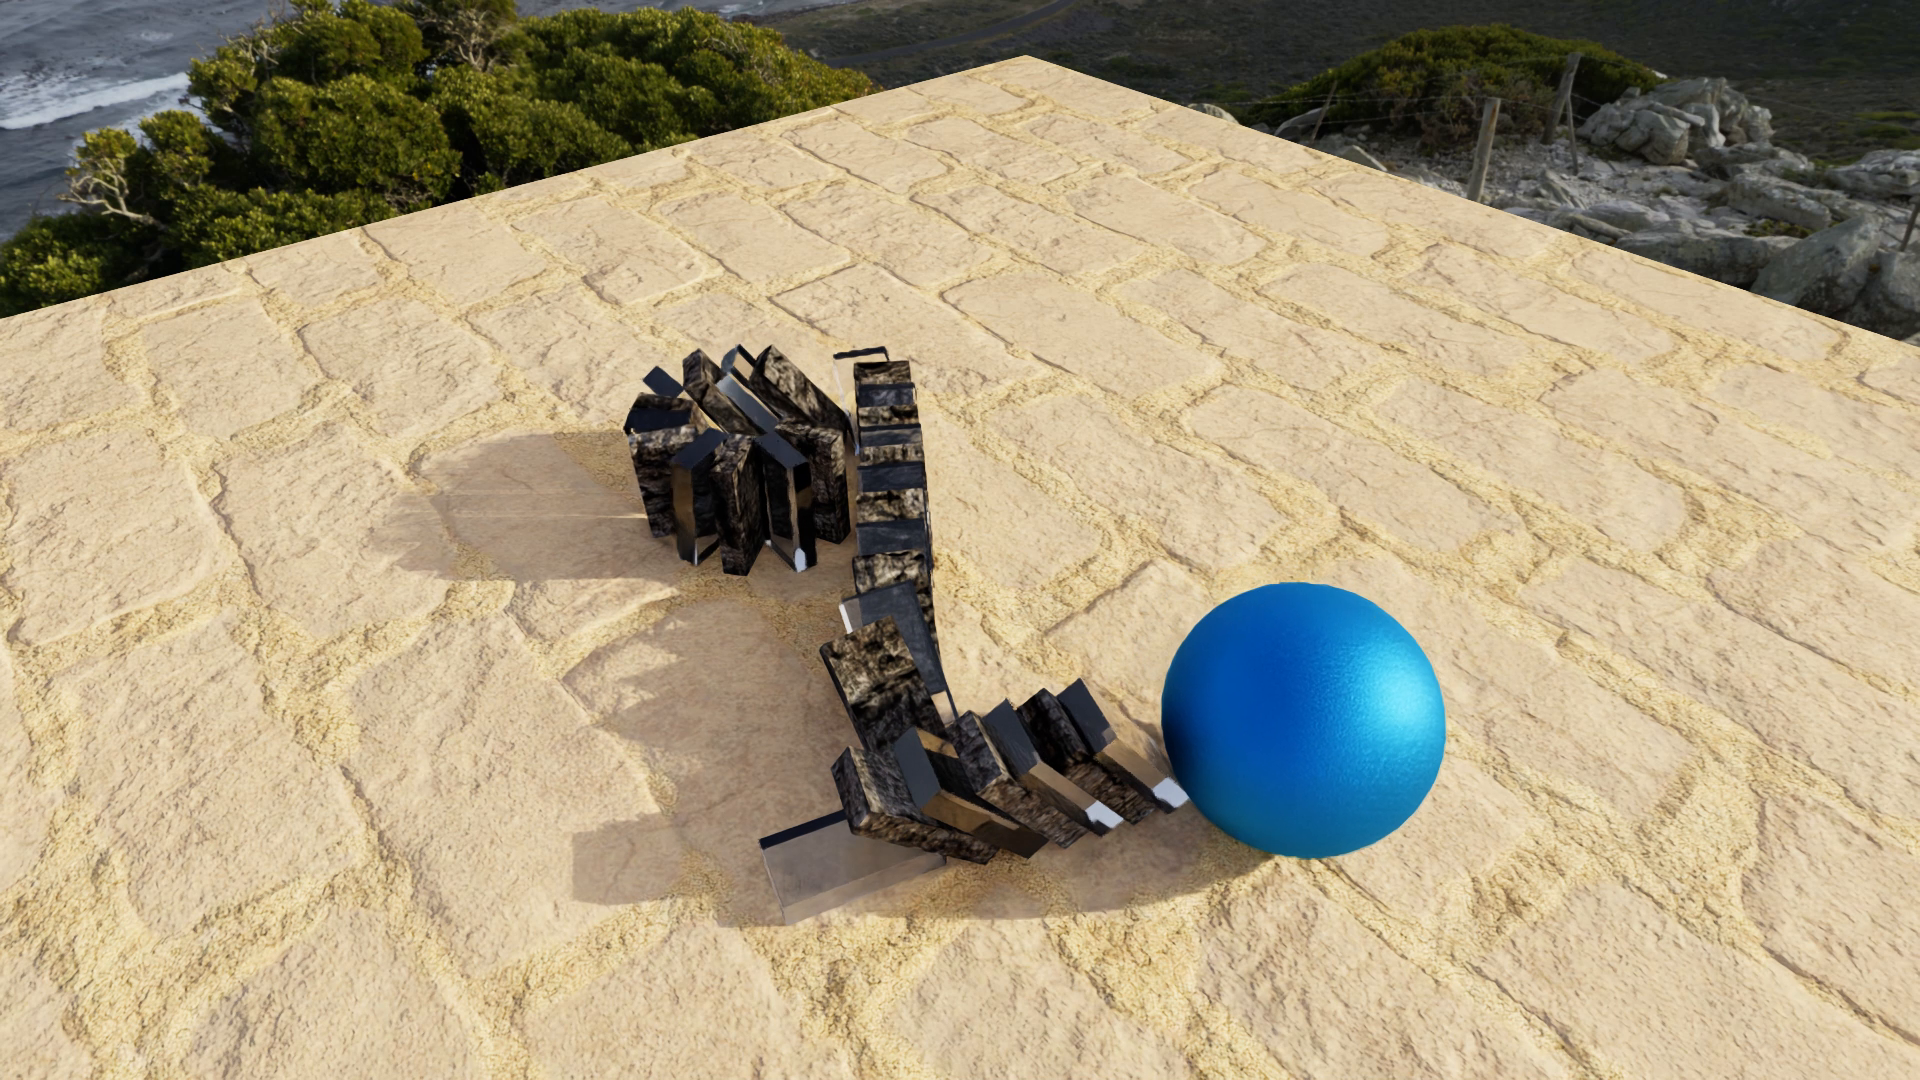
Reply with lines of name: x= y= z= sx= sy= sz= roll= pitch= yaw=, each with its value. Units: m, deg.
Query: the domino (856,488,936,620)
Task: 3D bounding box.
domino: x=-0.024 y=0.007 z=0.412 sx=0.025 sy=0.009 sz=0.050 roll=-5 pitch=79 yaw=-6

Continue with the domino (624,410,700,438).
domino: x=-0.117 y=-0.033 z=0.451 sx=0.025 sy=0.050 sz=0.009 roll=3 pitch=55 yaw=4

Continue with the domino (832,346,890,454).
domino: x=-0.041 y=-0.065 z=0.507 sx=0.025 sy=0.010 sz=0.050 roll=-11 pitch=65 yaw=-13

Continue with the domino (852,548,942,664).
domino: x=-0.022 y=0.030 z=0.385 sx=0.025 sy=0.010 sz=0.050 roll=-8 pitch=76 yaw=-9

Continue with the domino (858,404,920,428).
domino: x=-0.028 y=-0.032 z=0.462 sx=0.025 sy=0.009 sz=0.050 roll=-4 pitch=72 yaw=-6

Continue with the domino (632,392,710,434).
domino: x=-0.116 y=-0.042 z=0.462 sx=0.025 sy=0.050 sz=0.009 roll=10 pitch=63 yaw=12

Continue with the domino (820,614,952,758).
domino: x=-0.023 y=0.053 z=0.357 sx=0.025 sy=0.009 sz=0.050 roll=-23 pitch=80 yaw=-20

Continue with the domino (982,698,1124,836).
domino: x=0.028 y=0.069 z=0.331 sx=0.009 sy=0.050 sz=0.025 roll=-40 pitch=43 yaw=9

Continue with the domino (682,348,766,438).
domino: x=-0.102 y=-0.059 z=0.486 sx=0.010 sy=0.050 sz=0.025 roll=-33 pitch=39 yaw=12

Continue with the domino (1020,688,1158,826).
domino: x=0.039 y=0.066 z=0.334 sx=0.009 sy=0.050 sz=0.025 roll=-40 pitch=43 yaw=9

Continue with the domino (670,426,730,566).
domino: x=-0.100 y=-0.017 z=0.431 sx=0.010 sy=0.050 sz=0.025 roll=23 pitch=44 yaw=16

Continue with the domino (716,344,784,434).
domino: x=-0.086 y=-0.061 z=0.490 sx=0.010 sy=0.050 sz=0.025 roll=-31 pitch=33 yaw=22

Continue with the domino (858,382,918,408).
domino: x=-0.030 y=-0.043 z=0.476 sx=0.025 sy=0.009 sz=0.050 roll=-4 pitch=72 yaw=-5

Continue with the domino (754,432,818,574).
domino: x=-0.068 y=-0.014 z=0.429 sx=0.009 sy=0.050 sz=0.025 roll=-25 pitch=46 yaw=-30

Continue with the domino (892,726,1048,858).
domino: x=0.004 y=0.075 z=0.325 sx=0.009 sy=0.050 sz=0.025 roll=-45 pitch=40 yaw=13

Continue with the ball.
ball: x=0.100 y=0.052 z=0.324 sx=0.080 sy=0.080 sz=0.080 roll=0 pitch=39 yaw=0

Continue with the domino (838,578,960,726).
domino: x=-0.021 y=0.041 z=0.371 sx=0.025 sy=0.010 sz=0.050 roll=-16 pitch=78 yaw=-17

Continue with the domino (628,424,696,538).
domino: x=-0.115 y=-0.023 z=0.438 sx=0.025 sy=0.050 sz=0.009 roll=-12 pitch=52 yaw=-13

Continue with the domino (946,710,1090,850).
domino: x=0.017 y=0.072 z=0.327 sx=0.010 sy=0.050 sz=0.025 roll=-40 pitch=43 yaw=9

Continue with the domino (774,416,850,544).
domino: x=-0.059 y=-0.024 z=0.440 sx=0.025 sy=0.050 sz=0.009 roll=17 pitch=42 yaw=20

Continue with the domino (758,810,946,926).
domino: x=-0.032 y=0.094 z=0.329 sx=0.050 sy=0.009 sz=0.025 roll=-16 pitch=42 yaw=-18

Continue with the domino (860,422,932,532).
domino: x=-0.026 y=-0.022 z=0.448 sx=0.025 sy=0.010 sz=0.050 roll=-5 pitch=76 yaw=-6

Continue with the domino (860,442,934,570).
domino: x=-0.025 y=-0.012 z=0.435 sx=0.025 sy=0.009 sz=0.050 roll=-5 pitch=79 yaw=-6

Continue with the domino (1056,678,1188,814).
domino: x=0.050 y=0.064 z=0.337 sx=0.009 sy=0.050 sz=0.025 roll=-40 pitch=43 yaw=9

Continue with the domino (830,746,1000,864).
domino: x=-0.012 y=0.078 z=0.324 sx=0.050 sy=0.010 sz=0.025 roll=24 pitch=23 yaw=-35

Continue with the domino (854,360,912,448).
domino: x=-0.033 y=-0.055 z=0.490 sx=0.025 sy=0.010 sz=0.050 roll=-4 pitch=72 yaw=-7

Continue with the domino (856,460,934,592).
domino: x=-0.025 y=-0.004 z=0.424 sx=0.025 sy=0.009 sz=0.050 roll=-5 pitch=79 yaw=-6

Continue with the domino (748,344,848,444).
domino: x=-0.071 y=-0.062 z=0.491 sx=0.009 sy=0.050 sz=0.025 roll=-33 pitch=31 yaw=26

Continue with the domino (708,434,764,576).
domino: x=-0.086 y=-0.013 z=0.428 sx=0.009 sy=0.050 sz=0.025 roll=8 pitch=40 yaw=8

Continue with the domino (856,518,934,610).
domino: x=-0.023 y=0.018 z=0.399 sx=0.025 sy=0.010 sz=0.050 roll=-5 pitch=77 yaw=-6

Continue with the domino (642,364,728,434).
domino: x=-0.114 y=-0.052 z=0.476 sx=0.009 sy=0.050 sz=0.025 roll=-47 pitch=52 yaw=-7
